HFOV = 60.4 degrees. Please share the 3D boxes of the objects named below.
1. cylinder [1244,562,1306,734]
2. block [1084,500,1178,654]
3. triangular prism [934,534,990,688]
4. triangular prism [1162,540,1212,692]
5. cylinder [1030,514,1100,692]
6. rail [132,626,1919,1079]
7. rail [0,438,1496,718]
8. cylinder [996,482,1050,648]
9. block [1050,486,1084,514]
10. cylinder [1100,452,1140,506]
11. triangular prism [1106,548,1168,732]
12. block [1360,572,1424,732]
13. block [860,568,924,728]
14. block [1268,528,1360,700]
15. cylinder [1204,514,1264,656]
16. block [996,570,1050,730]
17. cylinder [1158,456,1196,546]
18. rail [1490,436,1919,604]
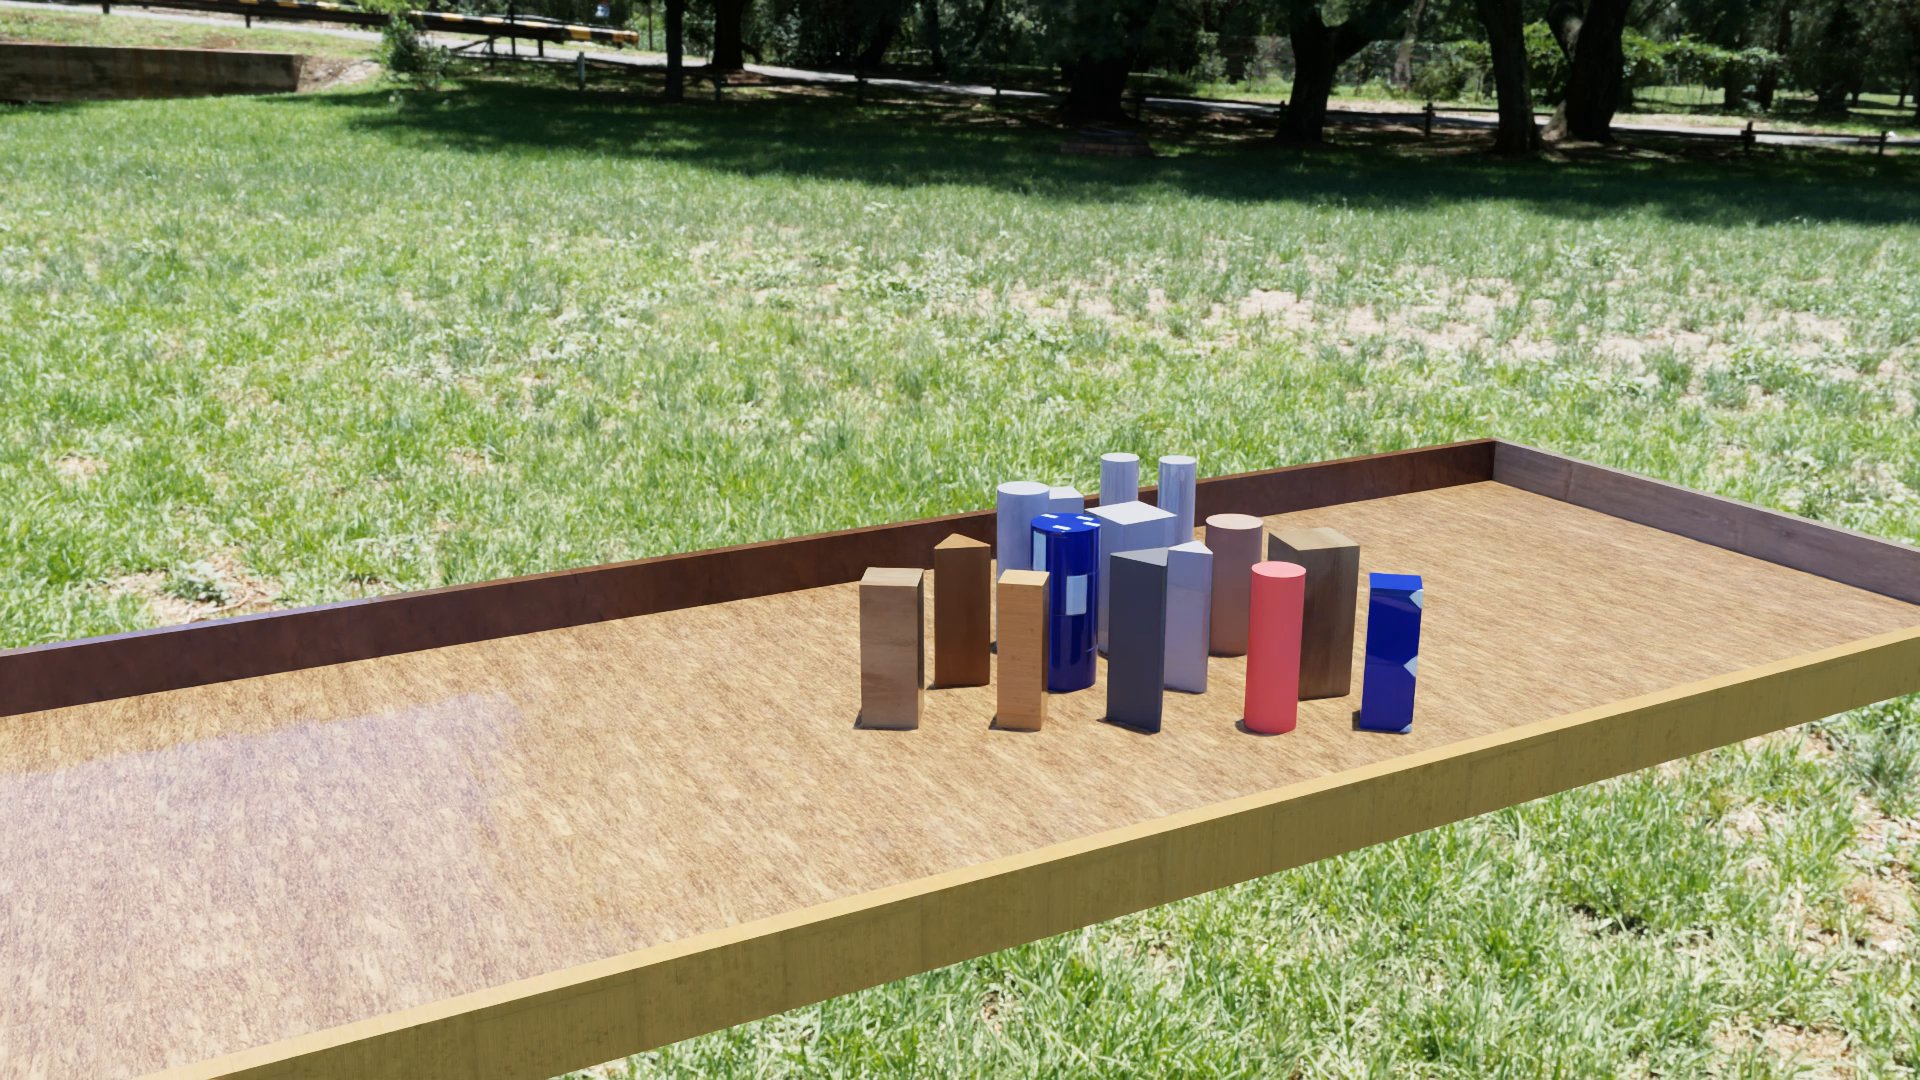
[{"bbox_3d":[0.730,0.250,3.830,0.122,0.381,0.122,0,16,0],"label":"cylinder"},{"bbox_3d":[0.445,0.104,4.353,0.173,0.366,0.173,-9,19,-29],"label":"block"},{"bbox_3d":[-0.004,0.174,4.123,0.139,0.361,0.120,-3,17,-9],"label":"triangular prism"},{"bbox_3d":[0.572,0.186,4.086,0.114,0.358,0.098,6,17,20],"label":"triangular prism"},{"bbox_3d":[0.259,0.154,4.104,0.172,0.410,0.172,0,16,0],"label":"cylinder"},{"bbox_3d":[-2.336,1.006,1.665,12.000,0.150,0.050,-9,18,-27],"label":"rail"},{"bbox_3d":[-3.305,0.497,3.399,12.000,0.150,0.050,-9,18,-27],"label":"rail"},{"bbox_3d":[0.164,0.073,4.338,0.137,0.434,0.137,0,16,0],"label":"cylinder"},{"bbox_3d":[0.268,0.036,4.614,0.120,0.348,0.120,-4,17,-12],"label":"block"},{"bbox_3d":[0.462,-0.049,4.815,0.111,0.397,0.111,0,16,0],"label":"cylinder"},{"bbox_3d":[0.444,0.226,3.868,0.148,0.405,0.128,13,21,37],"label":"triangular prism"},{"bbox_3d":[1.005,0.262,3.851,0.117,0.346,0.117,4,17,12],"label":"block"},{"bbox_3d":[-0.158,0.253,3.874,0.133,0.350,0.133,1,16,5],"label":"block"},{"bbox_3d":[0.860,0.180,4.062,0.163,0.383,0.163,-4,17,-14],"label":"block"},{"bbox_3d":[0.715,0.117,4.342,0.148,0.346,0.148,0,16,0],"label":"cylinder"},{"bbox_3d":[0.148,0.256,3.853,0.104,0.355,0.104,3,17,11],"label":"block"},{"bbox_3d":[0.600,-0.010,4.606,0.104,0.441,0.104,0,16,0],"label":"cylinder"},{"bbox_3d":[2.466,-0.048,5.253,0.050,0.150,2.100,-9,18,-27],"label":"rail"}]
